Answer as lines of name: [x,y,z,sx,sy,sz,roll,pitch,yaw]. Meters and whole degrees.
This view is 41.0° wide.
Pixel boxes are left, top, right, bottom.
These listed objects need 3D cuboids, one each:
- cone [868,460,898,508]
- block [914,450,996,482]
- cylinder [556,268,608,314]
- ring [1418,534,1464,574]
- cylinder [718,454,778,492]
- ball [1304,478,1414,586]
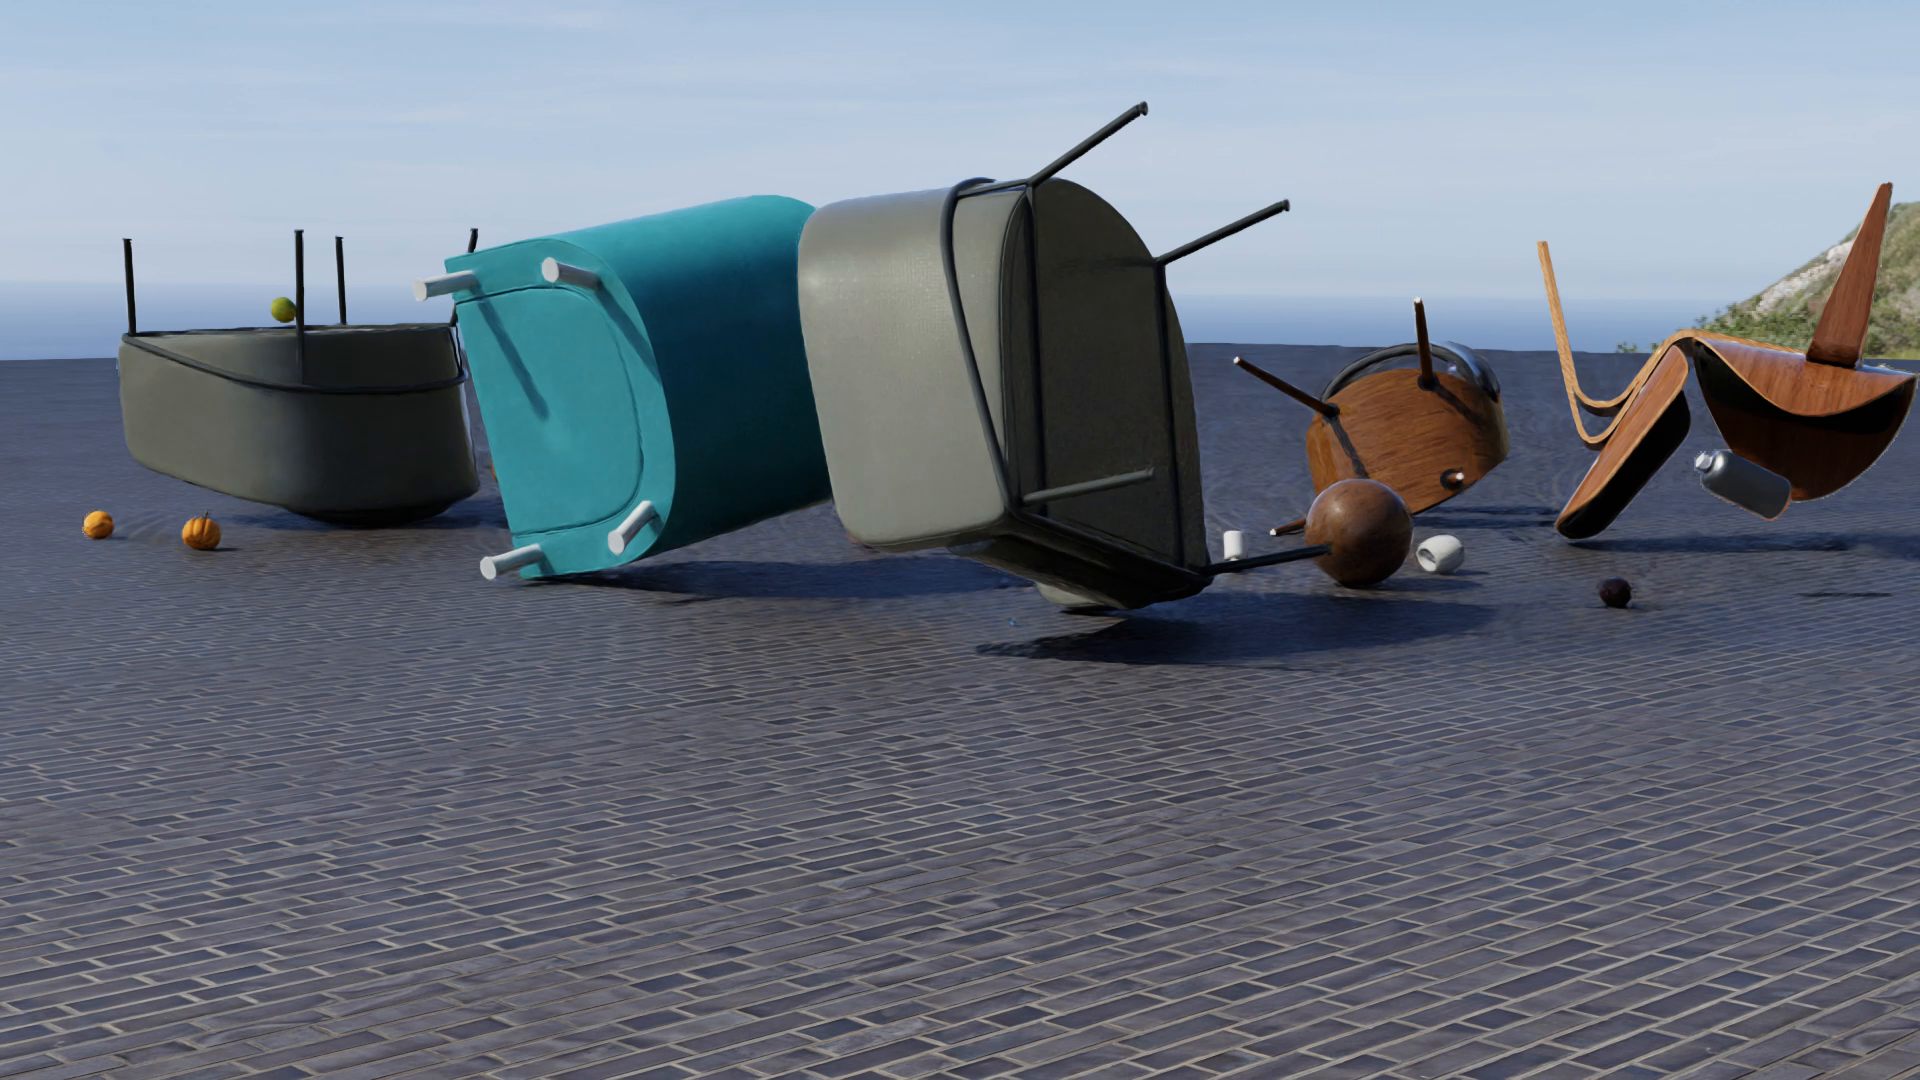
cone: [-0.178,-0.133,6.034,0.062,0.121,0.050,19,-4,-10]
block: [-0.016,-0.238,8.316,0.220,0.084,0.229,-1,6,-13]
cylinder: [-1.096,-0.720,7.432,0.111,0.080,0.121,40,-24,-23]
ring: [1.067,0.031,5.694,0.074,0.083,0.121,-19,8,-16]
cylinder: [-0.646,-0.205,7.830,0.172,0.113,0.134,-1,28,-11]
ball: [0.848,-0.017,5.457,0.230,0.230,0.230,0,6,0]
